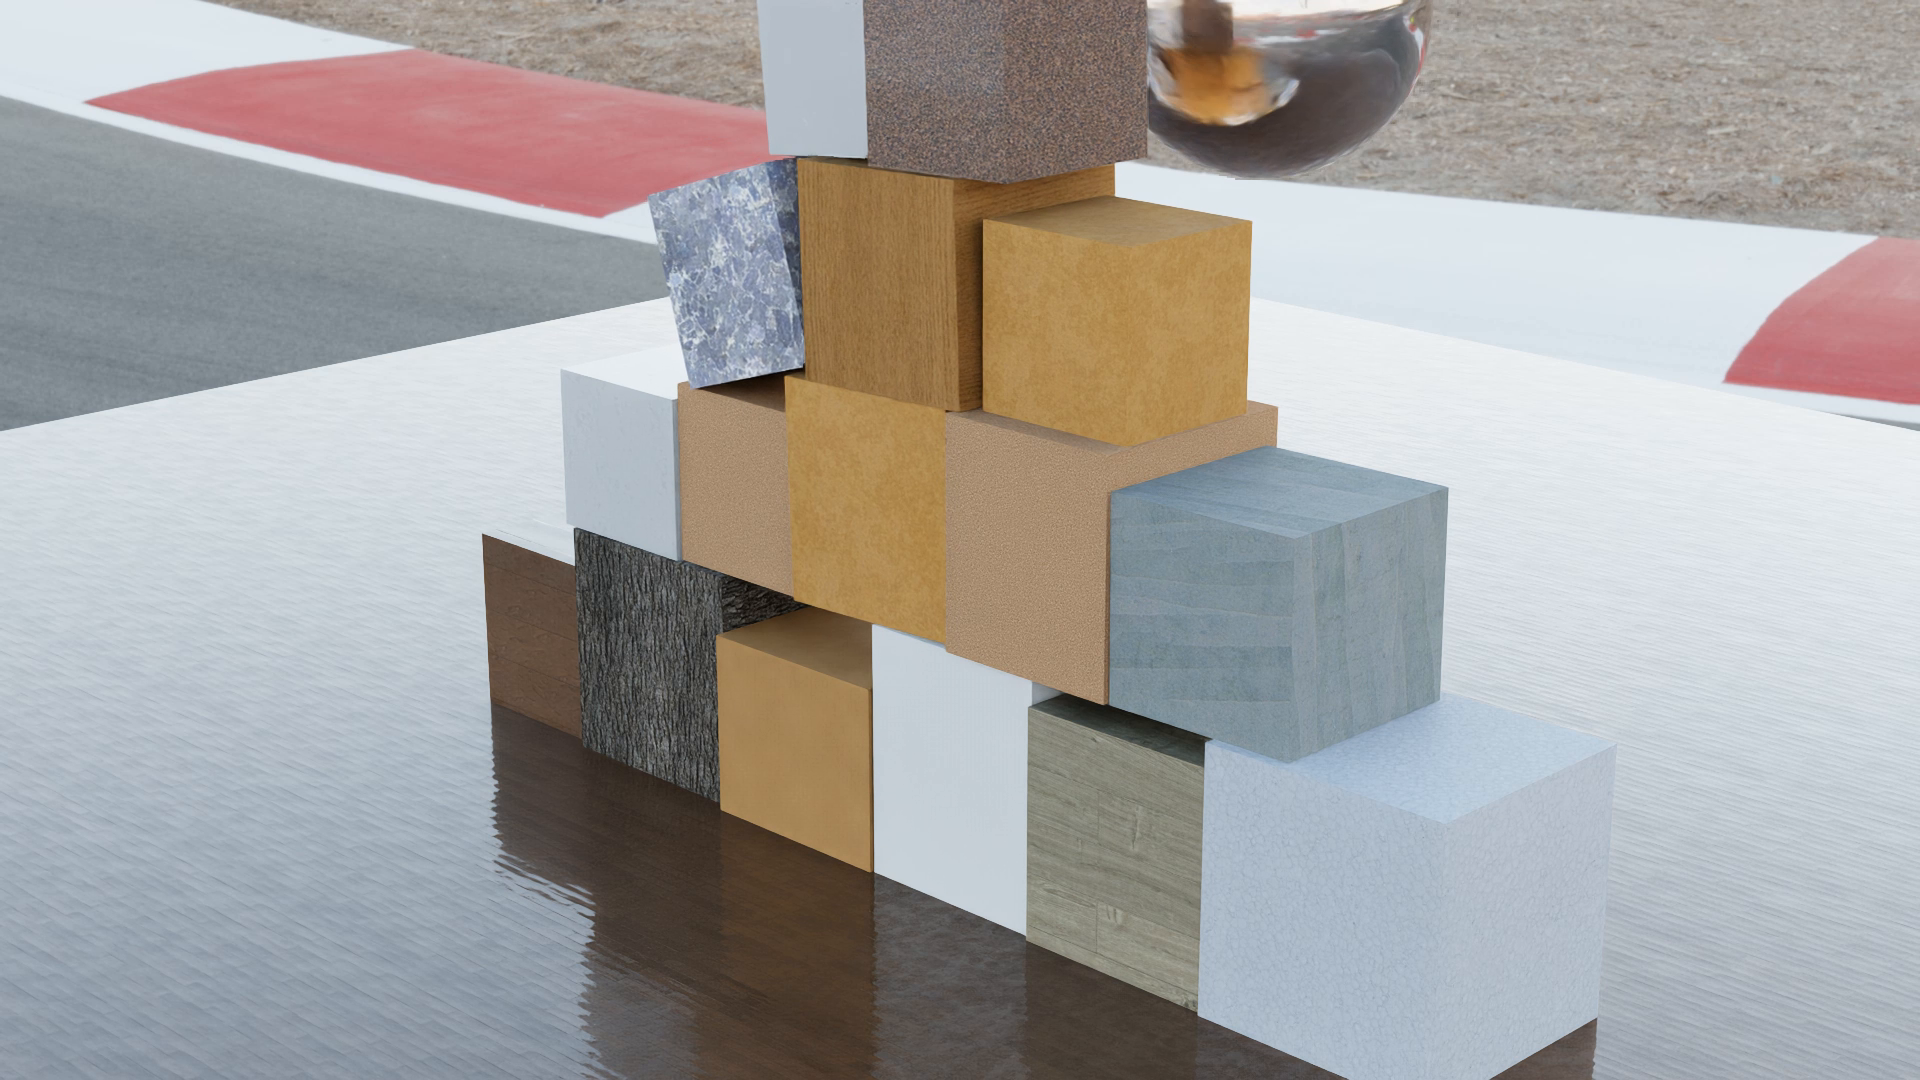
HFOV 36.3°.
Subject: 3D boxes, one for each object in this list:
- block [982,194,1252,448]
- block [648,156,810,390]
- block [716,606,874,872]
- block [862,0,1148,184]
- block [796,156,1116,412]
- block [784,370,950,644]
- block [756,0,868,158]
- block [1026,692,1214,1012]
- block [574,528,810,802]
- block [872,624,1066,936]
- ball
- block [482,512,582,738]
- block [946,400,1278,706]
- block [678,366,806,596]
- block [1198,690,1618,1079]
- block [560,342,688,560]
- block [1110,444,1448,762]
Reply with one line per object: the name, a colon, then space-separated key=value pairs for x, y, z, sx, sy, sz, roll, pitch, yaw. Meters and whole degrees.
block: x=0.657 y=-0.941 z=12.355 sx=0.766 sy=0.828 sz=0.820 roll=-17 pitch=24 yaw=-42
block: x=-0.761 y=-1.290 z=13.724 sx=0.876 sy=0.926 sz=0.873 roll=-17 pitch=7 yaw=-43
block: x=-0.426 y=0.882 z=14.044 sx=1.018 sy=0.896 sz=1.053 roll=-17 pitch=24 yaw=-42
block: x=0.197 y=-1.995 z=12.515 sx=0.821 sy=0.762 sz=0.881 roll=14 pitch=22 yaw=43
block: x=-0.005 y=-1.210 z=12.980 sx=0.969 sy=0.993 sz=1.002 roll=14 pitch=22 yaw=43
block: x=-0.058 y=-0.247 z=13.349 sx=1.030 sy=1.059 sz=1.008 roll=14 pitch=22 yaw=43
block: x=-0.365 y=-2.119 z=13.042 sx=0.697 sy=0.732 sz=0.754 roll=10 pitch=19 yaw=44
block: x=1.016 y=1.219 z=12.652 sx=1.068 sy=1.087 sz=0.991 roll=-17 pitch=24 yaw=-42
block: x=-1.195 y=0.516 z=14.758 sx=0.949 sy=1.166 sz=1.133 roll=-17 pitch=24 yaw=-42
block: x=0.321 y=0.948 z=13.320 sx=1.032 sy=1.204 sz=0.988 roll=-17 pitch=24 yaw=-42
ball: x=1.467 y=-2.538 z=14.081 sx=1.600 sy=1.600 sz=1.600 roll=0 pitch=17 yaw=0
block: x=-1.898 y=0.410 z=15.476 sx=0.854 sy=0.937 sz=0.854 roll=-17 pitch=24 yaw=-42
block: x=0.651 y=-0.042 z=12.668 sx=1.088 sy=1.075 sz=0.929 roll=-17 pitch=24 yaw=-42
block: x=-0.730 y=-0.327 z=14.034 sx=0.852 sy=0.877 sz=0.874 roll=17 pitch=24 yaw=42
block: x=1.805 y=1.389 z=11.912 sx=1.154 sy=1.207 sz=1.174 roll=-17 pitch=24 yaw=-42
block: x=-1.358 y=-0.467 z=14.604 sx=0.860 sy=0.802 sz=0.884 roll=17 pitch=24 yaw=42
block: x=1.303 y=0.235 z=12.038 sx=0.995 sy=0.921 sz=0.951 roll=-17 pitch=23 yaw=-42
